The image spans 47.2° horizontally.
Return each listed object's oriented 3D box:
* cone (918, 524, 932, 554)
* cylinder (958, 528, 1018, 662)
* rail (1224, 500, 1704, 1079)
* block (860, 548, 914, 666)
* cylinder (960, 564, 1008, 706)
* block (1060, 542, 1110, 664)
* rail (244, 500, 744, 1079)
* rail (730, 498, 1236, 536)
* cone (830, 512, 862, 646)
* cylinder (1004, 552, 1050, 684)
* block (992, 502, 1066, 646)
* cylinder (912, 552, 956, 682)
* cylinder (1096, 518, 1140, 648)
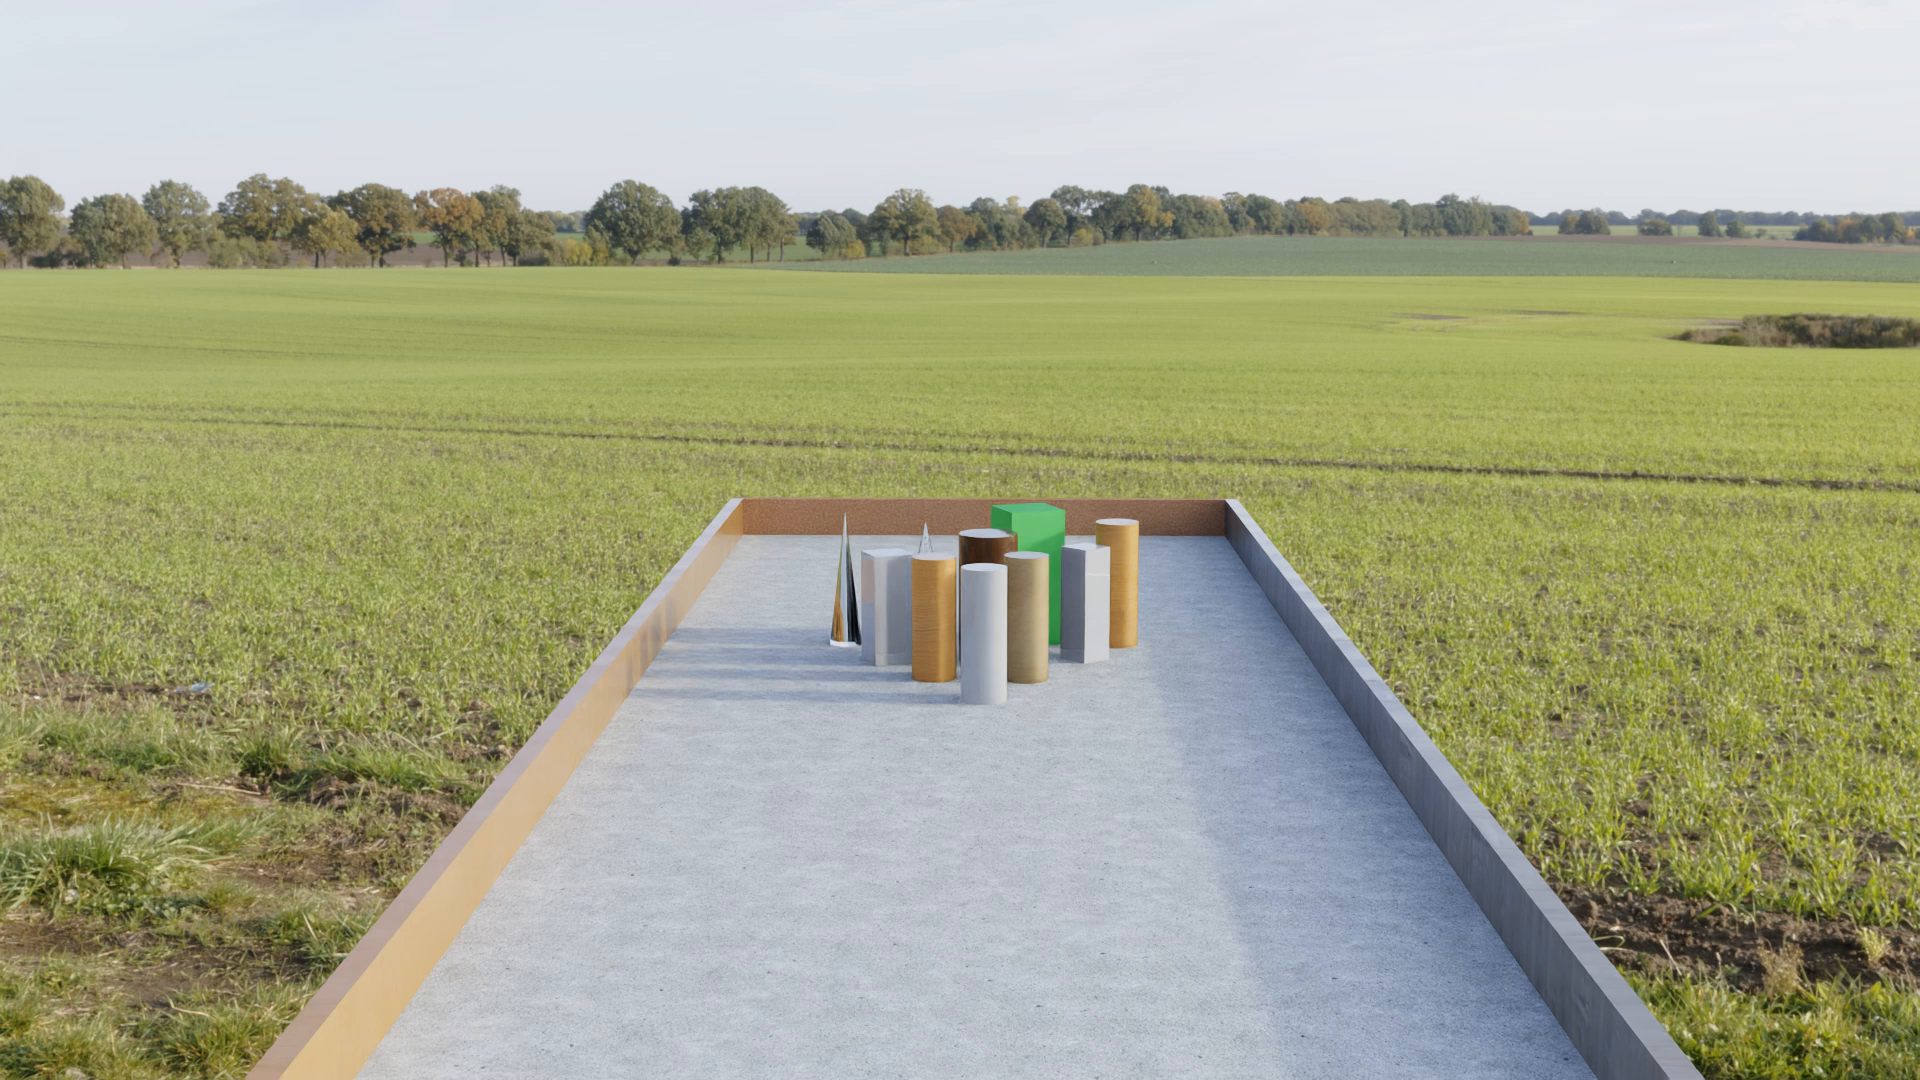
[{"bbox_3d":[-0.109,0.130,6.963,0.173,0.384,0.173,0,9,0],"label":"cone"},{"bbox_3d":[0.085,0.174,6.659,0.180,0.393,0.180,0,9,0],"label":"cylinder"},{"bbox_3d":[1.046,0.843,3.208,0.050,0.150,12.000,0,9,1],"label":"rail"},{"bbox_3d":[-0.218,0.202,6.669,0.128,0.333,0.128,-4,10,-21],"label":"block"},{"bbox_3d":[0.067,0.262,6.147,0.130,0.378,0.130,0,9,0],"label":"cylinder"},{"bbox_3d":[0.381,0.191,6.694,0.105,0.347,0.105,-8,12,-41],"label":"block"},{"bbox_3d":[-1.004,0.839,3.234,0.050,0.150,12.000,0,9,1],"label":"rail"},{"bbox_3d":[0.099,-0.098,9.147,2.100,0.150,0.050,0,9,1],"label":"rail"},{"bbox_3d":[-0.360,0.118,6.916,0.102,0.421,0.102,0,9,0],"label":"cone"},{"bbox_3d":[0.194,0.225,6.413,0.131,0.368,0.131,0,9,0],"label":"cylinder"},{"bbox_3d":[0.214,0.109,6.959,0.179,0.427,0.179,-3,10,-20],"label":"block"},{"bbox_3d":[-0.076,0.226,6.428,0.131,0.361,0.131,0,9,0],"label":"cylinder"},{"bbox_3d":[0.492,0.136,6.908,0.135,0.390,0.135,0,9,0],"label":"cylinder"}]
